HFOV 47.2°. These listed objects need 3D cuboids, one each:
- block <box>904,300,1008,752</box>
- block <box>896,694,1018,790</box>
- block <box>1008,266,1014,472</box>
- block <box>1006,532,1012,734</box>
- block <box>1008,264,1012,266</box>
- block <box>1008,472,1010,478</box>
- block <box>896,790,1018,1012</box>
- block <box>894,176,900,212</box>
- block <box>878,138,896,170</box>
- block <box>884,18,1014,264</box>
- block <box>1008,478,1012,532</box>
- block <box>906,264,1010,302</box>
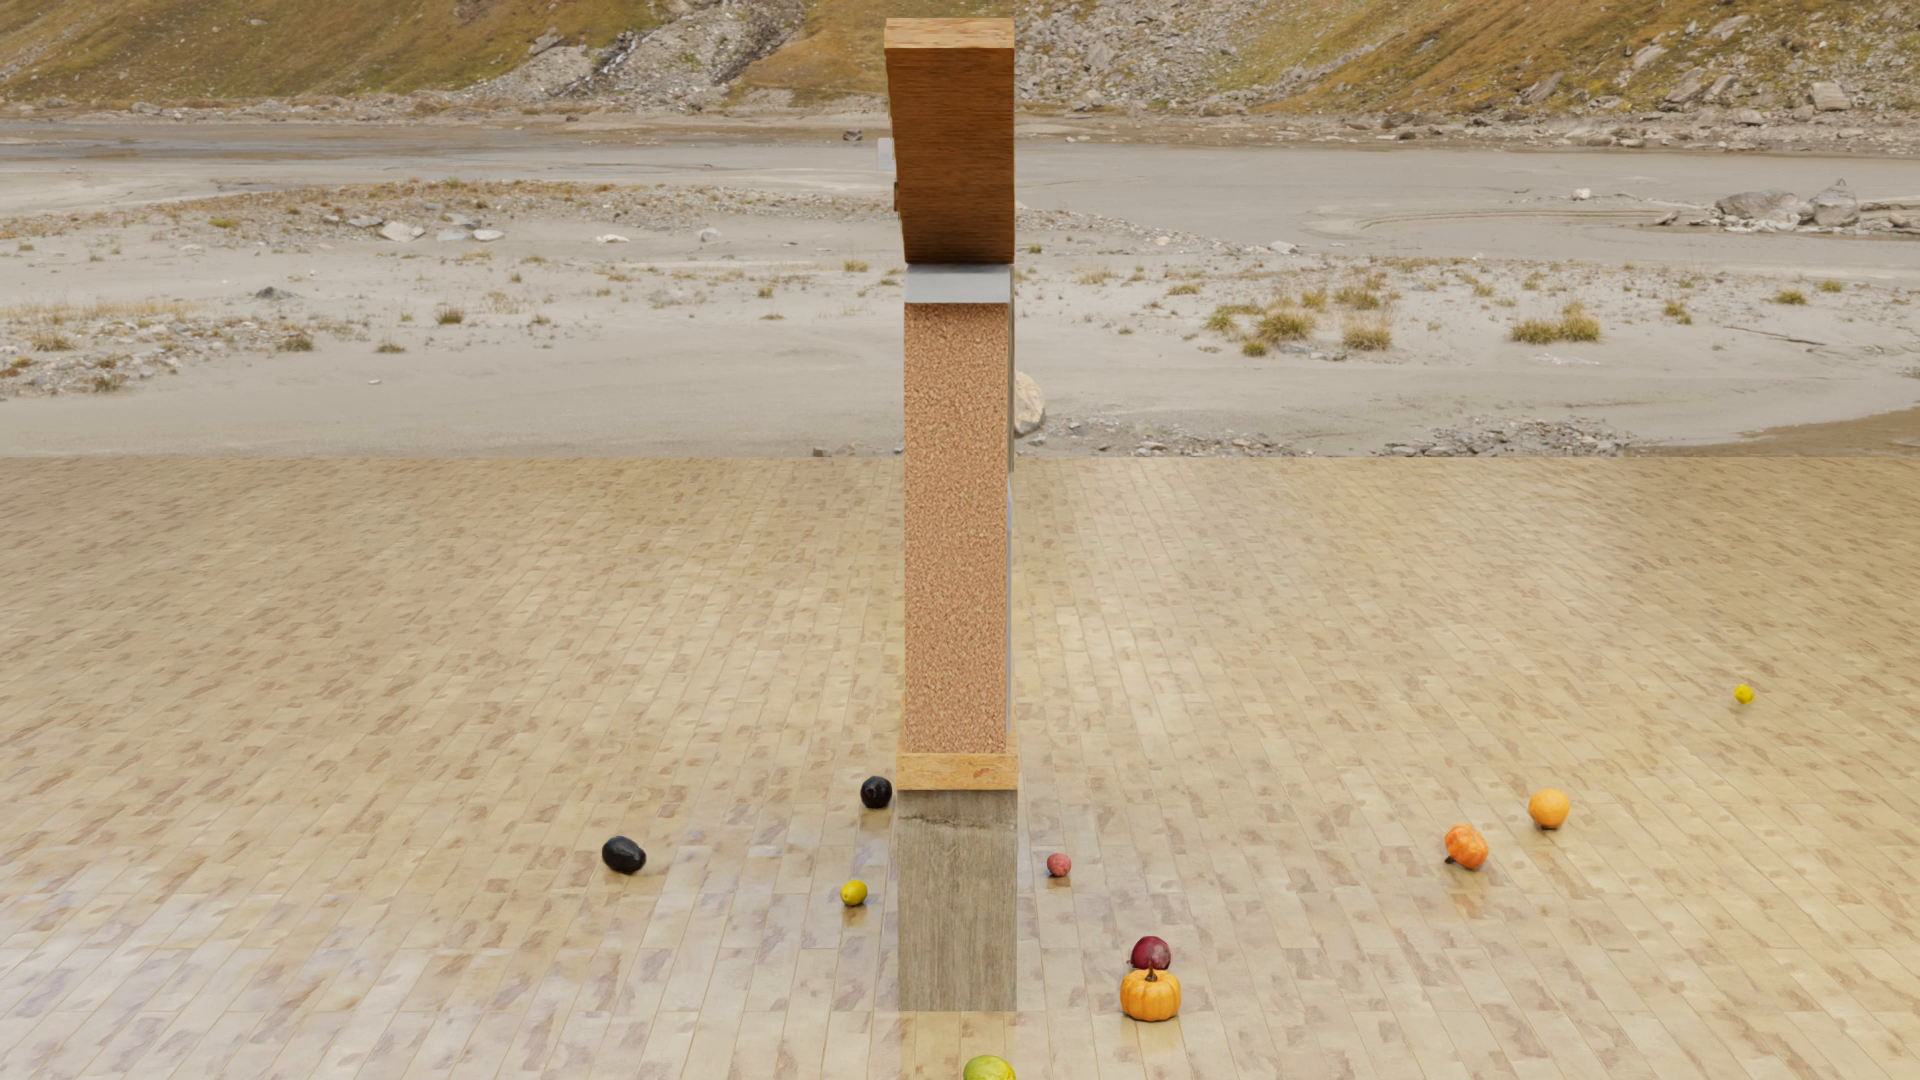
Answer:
[{"bbox_3d":[-0.005,-0.017,3.063,0.141,0.630,0.040,0,8,3],"label":"block"},{"bbox_3d":[-0.004,0.295,3.248,0.171,0.049,0.343,0,11,0],"label":"block"},{"bbox_3d":[0.004,-0.257,3.327,0.155,0.310,0.044,0,2,-1],"label":"block"},{"bbox_3d":[-0.003,0.128,3.178,0.152,0.304,0.043,0,11,0],"label":"block"},{"bbox_3d":[0.003,-0.461,3.464,0.155,0.044,0.310,0,10,0],"label":"block"},{"bbox_3d":[0.003,-0.204,3.572,0.155,0.502,0.044,0,-1,0],"label":"block"},{"bbox_3d":[-0.004,0.508,3.171,0.171,0.343,0.049,0,11,0],"label":"block"},{"bbox_3d":[-0.012,-0.556,3.431,0.157,0.044,0.313,1,16,3],"label":"block"},{"bbox_3d":[-0.022,-0.569,3.252,0.157,0.044,0.313,1,10,6],"label":"block"},{"bbox_3d":[-0.006,-0.518,2.925,0.157,0.044,0.531,0,-22,2],"label":"block"},{"bbox_3d":[-0.002,-0.061,3.246,0.152,0.043,0.304,0,11,0],"label":"block"},{"bbox_3d":[-0.003,-0.367,3.108,0.141,0.040,0.283,0,11,0],"label":"block"}]
